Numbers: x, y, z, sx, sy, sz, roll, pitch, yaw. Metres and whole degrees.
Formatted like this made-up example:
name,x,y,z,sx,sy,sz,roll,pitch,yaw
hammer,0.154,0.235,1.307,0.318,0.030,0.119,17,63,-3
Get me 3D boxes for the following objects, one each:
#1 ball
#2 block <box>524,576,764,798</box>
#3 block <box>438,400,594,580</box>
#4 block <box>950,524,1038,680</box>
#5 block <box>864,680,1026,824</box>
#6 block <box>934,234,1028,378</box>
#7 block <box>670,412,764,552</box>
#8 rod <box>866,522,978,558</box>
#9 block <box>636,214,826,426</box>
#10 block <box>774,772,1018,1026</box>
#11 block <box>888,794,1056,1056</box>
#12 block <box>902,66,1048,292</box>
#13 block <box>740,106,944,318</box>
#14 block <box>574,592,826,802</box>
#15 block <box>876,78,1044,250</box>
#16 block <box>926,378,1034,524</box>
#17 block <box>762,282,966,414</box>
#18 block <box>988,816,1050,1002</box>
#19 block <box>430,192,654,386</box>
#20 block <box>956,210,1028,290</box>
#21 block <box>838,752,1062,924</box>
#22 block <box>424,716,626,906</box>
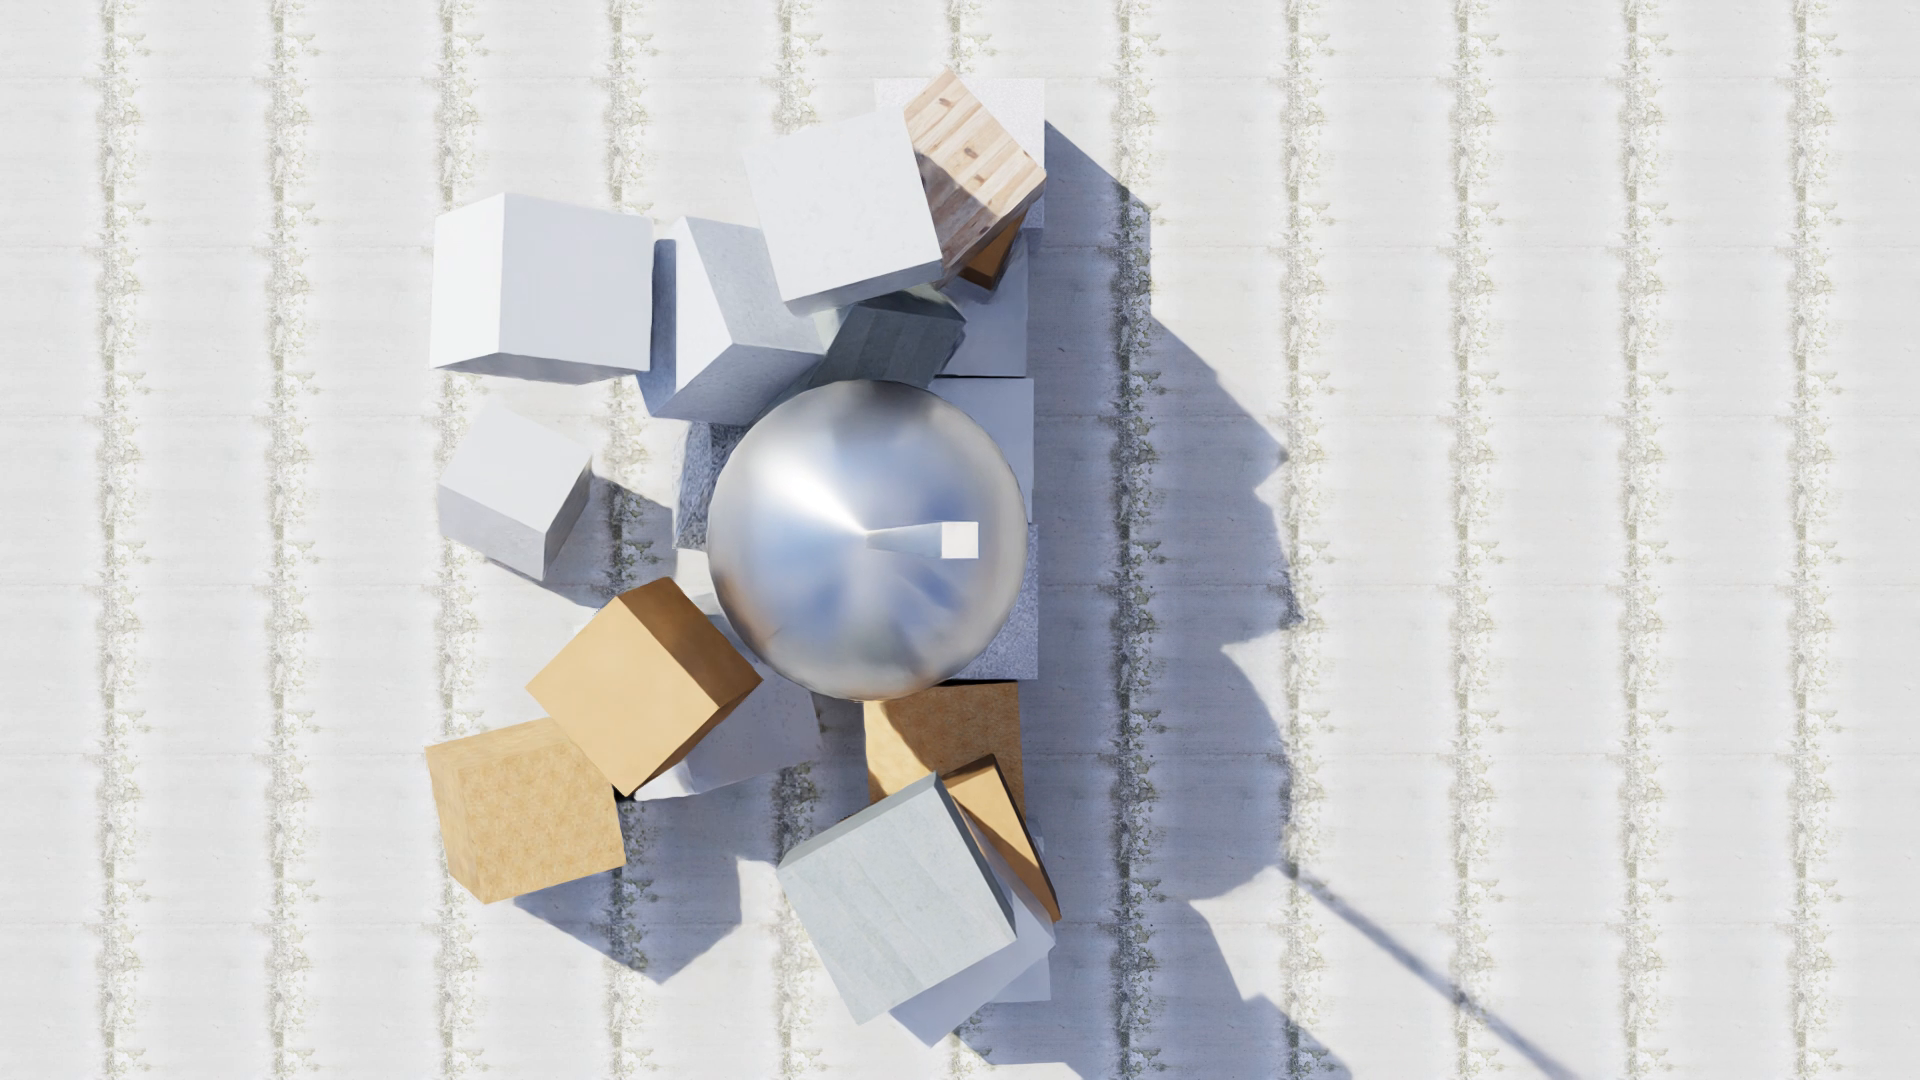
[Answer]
name,x,y,z,sx,sy,sz,roll,pitch,yaw
ball,-0.455,0.000,10.902,1.600,1.600,1.600,0,90,0
block,-1.605,0.737,11.296,0.683,0.801,0.753,-44,87,12
block,-2.539,-0.275,12.569,0.659,0.670,0.585,25,63,0
block,0.002,0.343,12.614,0.857,0.772,0.862,0,90,0
block,-0.084,1.227,12.576,0.855,0.848,0.833,-3,90,0
block,-0.011,-1.303,12.563,0.762,0.875,0.788,1,90,0
block,-1.221,-0.379,12.438,0.626,0.668,0.691,10,49,-22
rod,-0.197,0.000,7.512,0.080,5.200,0.080,0,90,-4
block,-1.257,-1.114,11.286,0.690,0.649,0.763,-37,65,34
block,-0.276,1.593,9.901,0.789,0.729,0.759,-29,89,0
block,-0.111,1.846,10.702,0.813,0.881,0.789,-40,89,0
block,-0.094,-1.800,11.085,0.753,0.607,0.729,-43,90,0
block,-0.537,-1.527,10.361,0.750,0.838,0.719,-15,91,0
block,-1.473,0.845,12.374,0.858,0.921,1.031,-14,90,-37
block,-0.002,-2.117,12.515,0.926,0.970,0.815,0,90,0
block,-0.014,-0.496,12.586,0.839,0.829,0.802,0,90,0
block,-0.674,-1.114,11.785,0.799,0.860,0.825,49,120,32
block,0.001,2.101,12.539,0.954,0.922,0.897,-3,90,0
block,-2.071,-1.221,10.897,0.812,0.751,0.761,5,85,-38
block,0.008,-1.778,11.710,0.638,0.641,0.623,25,90,0
block,-0.071,1.732,11.611,0.922,0.936,0.835,-24,89,0
block,-2.443,1.489,12.338,0.810,0.820,0.761,-13,99,-24
